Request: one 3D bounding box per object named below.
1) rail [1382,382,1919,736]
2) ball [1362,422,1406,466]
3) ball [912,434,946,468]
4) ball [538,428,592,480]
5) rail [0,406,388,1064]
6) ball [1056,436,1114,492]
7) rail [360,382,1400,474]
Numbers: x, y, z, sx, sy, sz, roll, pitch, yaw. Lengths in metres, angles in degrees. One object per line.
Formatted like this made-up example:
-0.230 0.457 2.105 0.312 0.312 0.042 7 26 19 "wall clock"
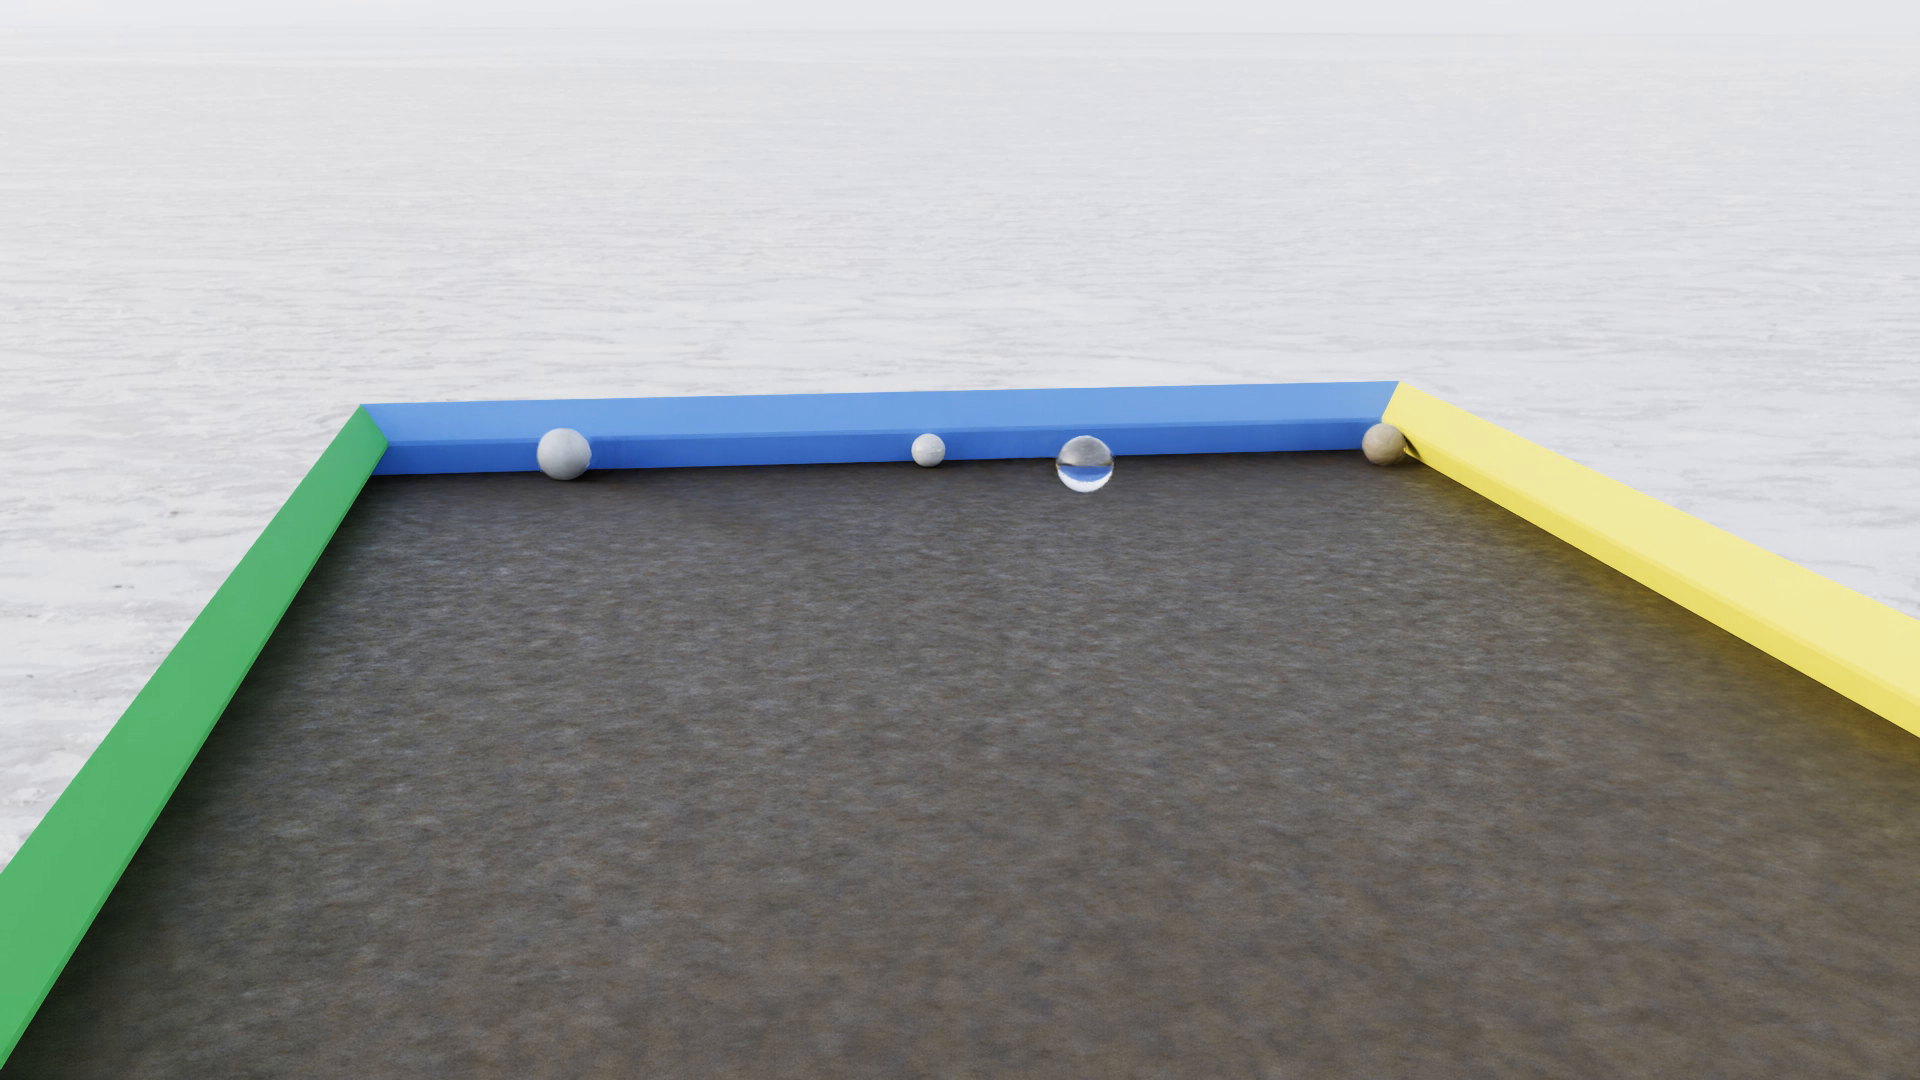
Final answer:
0.923 0.121 2.264 0.045 0.113 2.984 -2 13 -8 "rail"
0.686 -0.156 3.565 0.069 0.069 0.069 0 13 0 "ball"
-0.051 -0.145 3.547 0.055 0.055 0.055 0 13 0 "ball"
-0.619 -0.134 3.442 0.083 0.083 0.083 0 13 0 "ball"
-0.717 0.172 2.042 0.045 0.113 2.984 -2 13 -8 "rail"
0.190 -0.115 3.350 0.087 0.087 0.087 0 13 0 "ball"
-0.100 -0.180 3.570 1.703 0.113 0.045 -2 13 -8 "rail"
